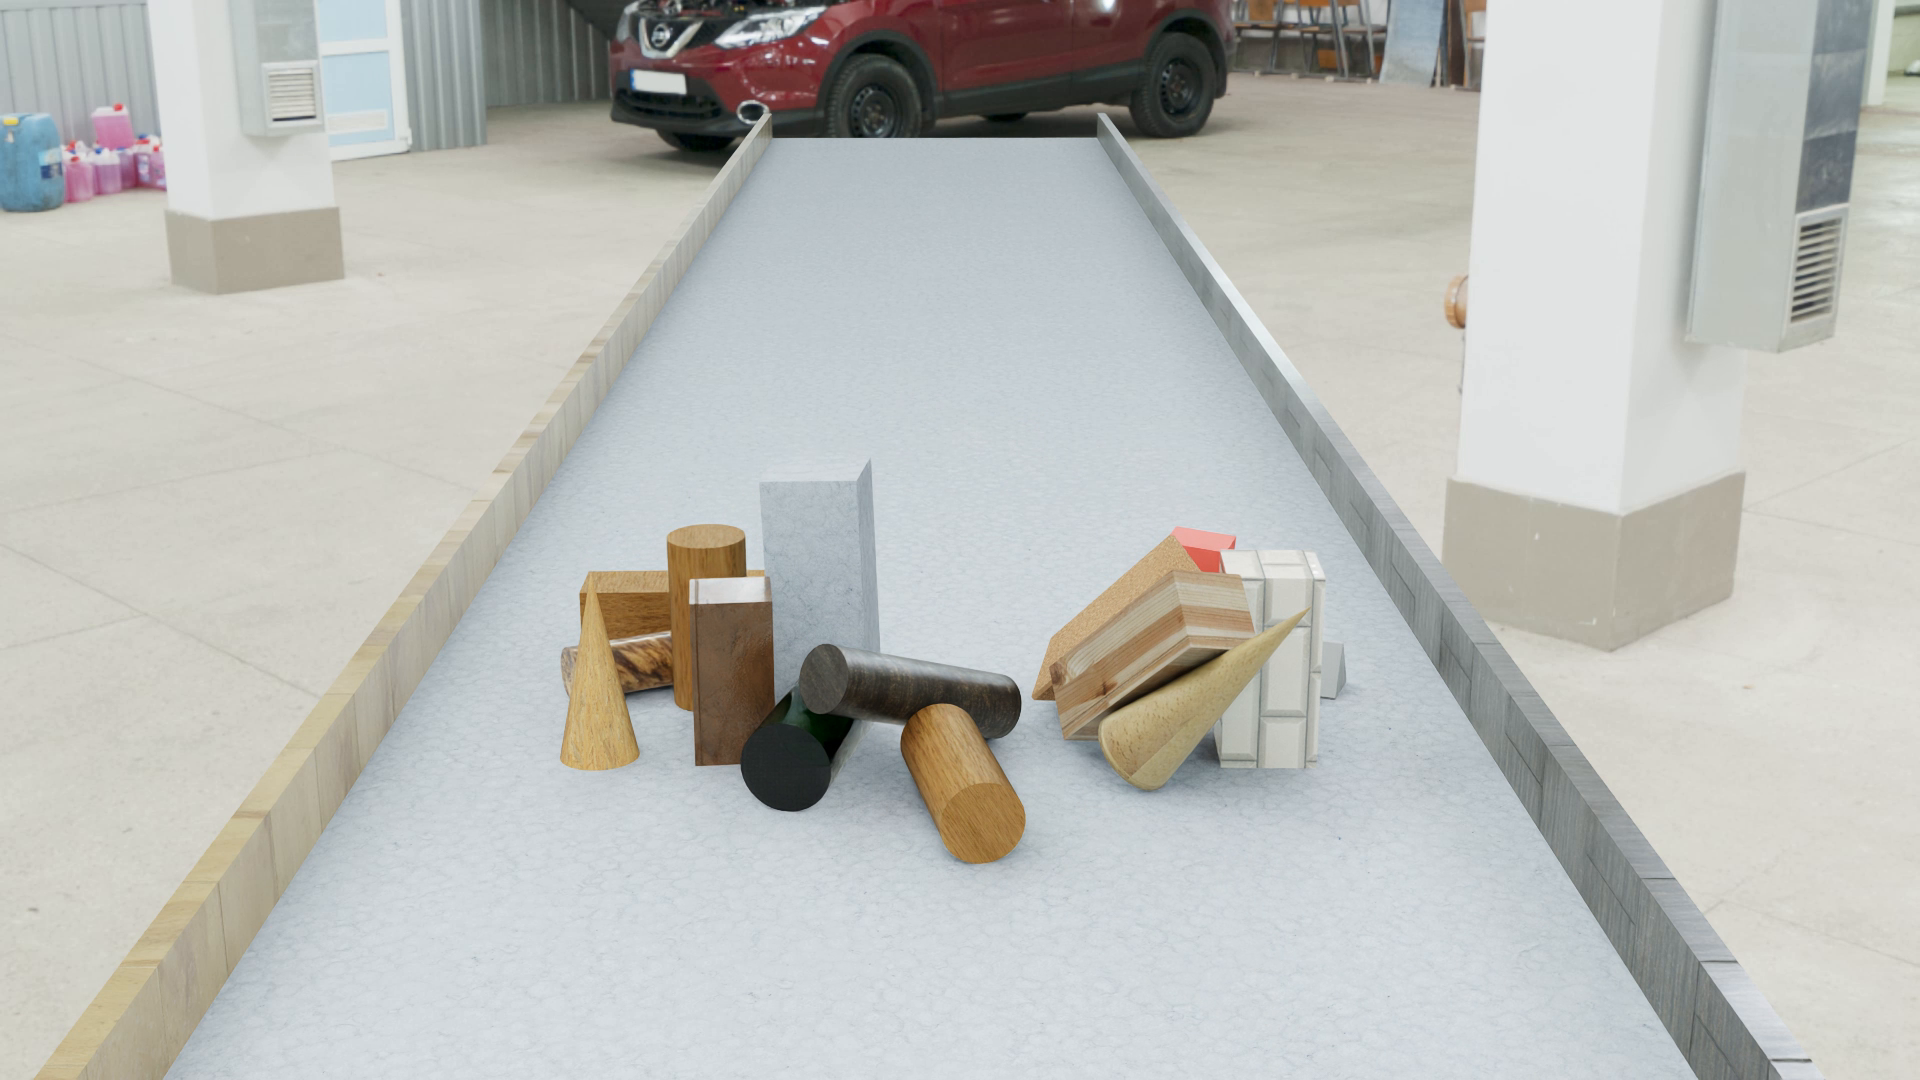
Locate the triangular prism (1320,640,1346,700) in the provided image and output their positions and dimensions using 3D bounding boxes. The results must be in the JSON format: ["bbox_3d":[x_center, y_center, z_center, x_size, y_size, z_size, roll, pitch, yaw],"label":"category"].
[{"bbox_3d":[0.530,0.222,4.306,0.438,0.095,0.110,6,18,20],"label":"triangular prism"}]

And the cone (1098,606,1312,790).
[{"bbox_3d":[0.434,0.235,3.671,0.156,0.459,0.156,27,40,-25],"label":"cone"}]

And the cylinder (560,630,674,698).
[{"bbox_3d":[-0.578,0.230,4.267,0.374,0.105,0.105,-9,19,-27],"label":"cylinder"}]

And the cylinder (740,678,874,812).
[{"bbox_3d":[-0.257,0.336,3.822,0.158,0.158,0.322,4,17,12],"label":"cylinder"}]

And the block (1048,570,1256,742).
[{"bbox_3d":[0.332,0.208,3.833,0.142,0.142,0.407,4,-29,-30],"label":"block"}]

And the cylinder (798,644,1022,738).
[{"bbox_3d":[-0.081,0.268,3.852,0.119,0.119,0.441,17,2,44],"label":"cylinder"}]

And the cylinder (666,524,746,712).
[{"bbox_3d":[-0.472,0.148,4.149,0.146,0.327,0.146,0,18,0],"label":"cylinder"}]

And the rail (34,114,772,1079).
[{"bbox_3d":[-1.118,-0.838,7.780,0.050,0.150,12.000,0,17,-1],"label":"rail"}]

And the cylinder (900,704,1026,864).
[{"bbox_3d":[0.000,0.398,3.645,0.139,0.139,0.357,-3,17,-11],"label":"cylinder"}]

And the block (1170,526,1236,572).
[{"bbox_3d":[0.435,0.149,4.153,0.116,0.316,0.116,10,18,15],"label":"block"}]

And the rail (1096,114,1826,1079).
[{"bbox_3d":[0.932,-0.844,7.801,0.050,0.150,12.000,0,17,-1],"label":"rail"}]

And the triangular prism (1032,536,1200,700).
[{"bbox_3d":[0.287,0.146,4.015,0.148,0.129,0.438,3,-28,-28],"label":"triangular prism"}]

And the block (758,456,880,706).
[{"bbox_3d":[-0.257,0.088,4.115,0.178,0.458,0.178,0,16,7],"label":"block"}]

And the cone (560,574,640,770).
[{"bbox_3d":[-0.644,0.222,3.883,0.141,0.341,0.141,0,17,0],"label":"cone"}]

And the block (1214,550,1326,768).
[{"bbox_3d":[0.547,0.210,3.906,0.168,0.351,0.168,1,17,2],"label":"block"}]

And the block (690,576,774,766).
[{"bbox_3d":[-0.404,0.233,3.916,0.143,0.301,0.143,-2,17,-6],"label":"block"}]

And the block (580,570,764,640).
[{"bbox_3d":[-0.547,0.152,4.461,0.422,0.145,0.145,-1,17,-2],"label":"block"}]
